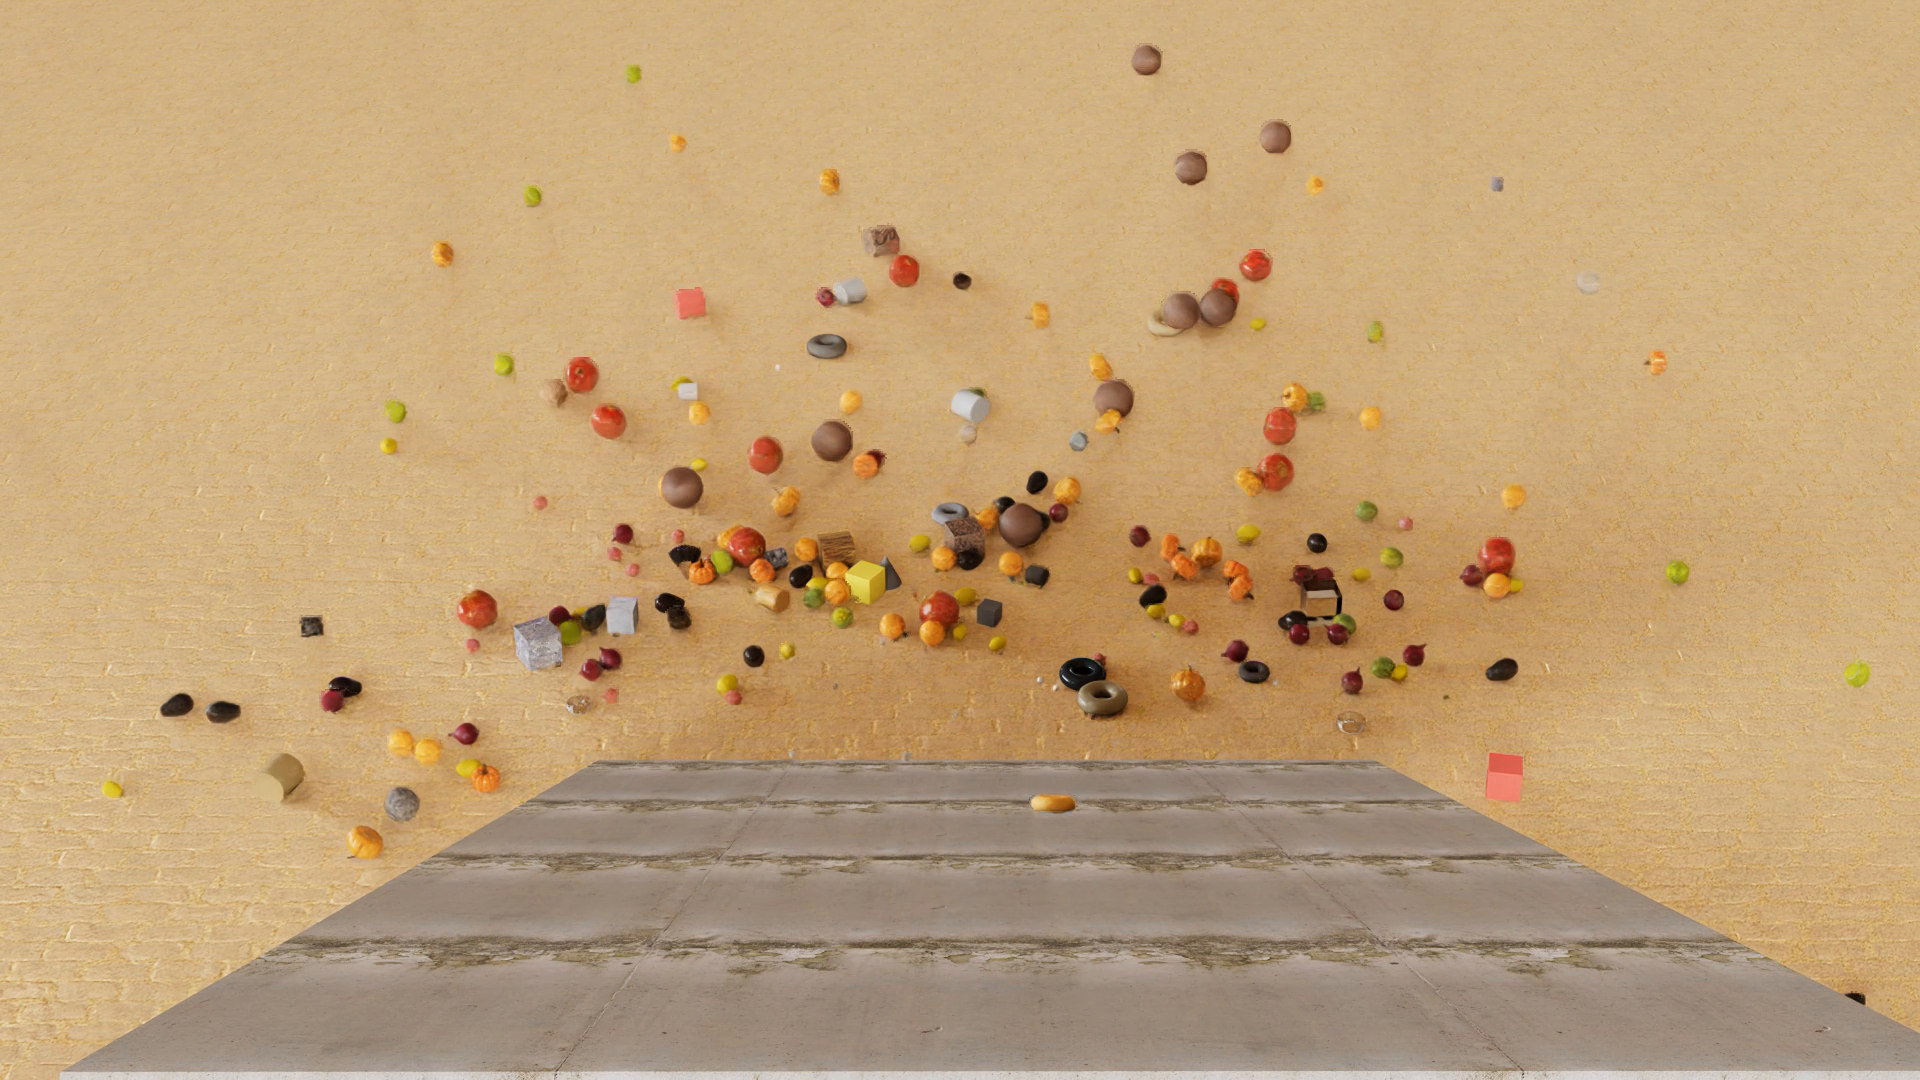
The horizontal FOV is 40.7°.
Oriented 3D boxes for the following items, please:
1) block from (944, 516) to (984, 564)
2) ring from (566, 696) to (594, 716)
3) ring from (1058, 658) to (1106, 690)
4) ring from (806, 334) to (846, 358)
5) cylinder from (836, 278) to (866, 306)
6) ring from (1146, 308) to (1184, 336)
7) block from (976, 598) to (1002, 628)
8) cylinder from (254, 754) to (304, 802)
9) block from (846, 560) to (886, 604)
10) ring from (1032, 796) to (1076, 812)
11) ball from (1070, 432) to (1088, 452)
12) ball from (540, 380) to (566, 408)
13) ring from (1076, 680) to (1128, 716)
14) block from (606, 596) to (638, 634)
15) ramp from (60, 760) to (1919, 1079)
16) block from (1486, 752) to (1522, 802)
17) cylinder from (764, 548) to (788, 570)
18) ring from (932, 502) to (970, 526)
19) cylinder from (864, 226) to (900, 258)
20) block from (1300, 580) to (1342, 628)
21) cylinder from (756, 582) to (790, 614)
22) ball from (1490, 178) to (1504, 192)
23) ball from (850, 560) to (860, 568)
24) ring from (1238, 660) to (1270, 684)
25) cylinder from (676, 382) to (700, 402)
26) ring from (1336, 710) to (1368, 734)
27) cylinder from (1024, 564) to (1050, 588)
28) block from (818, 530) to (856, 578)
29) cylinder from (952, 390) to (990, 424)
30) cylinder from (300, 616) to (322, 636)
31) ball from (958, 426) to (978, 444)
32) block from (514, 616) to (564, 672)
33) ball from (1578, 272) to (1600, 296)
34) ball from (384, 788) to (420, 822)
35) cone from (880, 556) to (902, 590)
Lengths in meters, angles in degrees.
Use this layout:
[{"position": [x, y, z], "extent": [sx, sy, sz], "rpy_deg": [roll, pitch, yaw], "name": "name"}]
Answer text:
[{"position": [0.013, 0.000, 7.707], "extent": [0.094, 0.094, 0.094], "rpy_deg": [-10, 32, -16], "name": "block"}, {"position": [-1.032, 0.448, 7.020], "extent": [0.076, 0.025, 0.076], "rpy_deg": [1, 31, -1], "name": "ring"}, {"position": [0.338, 0.370, 7.135], "extent": [0.131, 0.044, 0.131], "rpy_deg": [0, 32, 0], "name": "ring"}, {"position": [-0.457, -0.664, 8.876], "extent": [0.139, 0.046, 0.139], "rpy_deg": [0, 30, 0], "name": "ring"}, {"position": [-0.387, -0.880, 9.200], "extent": [0.082, 0.082, 0.082], "rpy_deg": [-21, 37, -28], "name": "cylinder"}, {"position": [0.717, -0.758, 9.017], "extent": [0.134, 0.045, 0.134], "rpy_deg": [1, 45, -1], "name": "ring"}, {"position": [0.084, 0.208, 7.396], "extent": [0.054, 0.054, 0.054], "rpy_deg": [14, 33, 22], "name": "block"}, {"position": [-1.755, 0.614, 6.674], "extent": [0.093, 0.093, 0.093], "rpy_deg": [12, 33, 19], "name": "cylinder"}, {"position": [-0.274, 0.123, 7.511], "extent": [0.083, 0.083, 0.083], "rpy_deg": [17, 35, 27], "name": "block"}, {"position": [0.194, 0.546, 5.360], "extent": [0.092, 0.031, 0.092], "rpy_deg": [1, -1, 0], "name": "ring"}, {"position": [0.379, -0.314, 8.269], "extent": [0.062, 0.062, 0.062], "rpy_deg": [0, 31, 0], "name": "ball"}, {"position": [-1.339, -0.482, 8.527], "extent": [0.088, 0.088, 0.088], "rpy_deg": [0, 31, 0], "name": "ball"}, {"position": [0.387, 0.430, 7.031], "extent": [0.140, 0.047, 0.140], "rpy_deg": [-1, 30, 0], "name": "ring"}, {"position": [-0.959, 0.215, 7.364], "extent": [0.075, 0.075, 0.075], "rpy_deg": [2, 31, 4], "name": "block"}, {"position": [0.068, 0.608, 4.676], "extent": [2.000, 0.100, 4.000], "rpy_deg": [0, 0, 0], "name": "ramp"}, {"position": [1.405, 0.613, 6.684], "extent": [0.085, 0.085, 0.085], "rpy_deg": [5, 31, 9], "name": "block"}, {"position": [-0.544, 0.056, 7.652], "extent": [0.055, 0.055, 0.055], "rpy_deg": [-15, 34, -24], "name": "cylinder"}, {"position": [-0.029, -0.077, 7.894], "extent": [0.114, 0.038, 0.114], "rpy_deg": [0, 29, 0], "name": "ring"}, {"position": [-0.291, -1.101, 9.558], "extent": [0.100, 0.100, 0.100], "rpy_deg": [-15, 34, -23], "name": "cylinder"}, {"position": [1.031, 0.180, 7.402], "extent": [0.097, 0.097, 0.097], "rpy_deg": [-3, 31, -5], "name": "block"}, {"position": [-0.537, 0.167, 7.452], "extent": [0.068, 0.068, 0.068], "rpy_deg": [23, 38, 34], "name": "cylinder"}, {"position": [2.091, -1.381, 10.081], "extent": [0.050, 0.050, 0.050], "rpy_deg": [0, 31, 0], "name": "ball"}, {"position": [-0.294, 0.090, 7.591], "extent": [0.058, 0.058, 0.058], "rpy_deg": [0, 31, 0], "name": "ball"}, {"position": [0.813, 0.365, 7.157], "extent": [0.087, 0.029, 0.087], "rpy_deg": [-1, 32, 1], "name": "ring"}, {"position": [-0.900, -0.491, 8.569], "extent": [0.060, 0.060, 0.060], "rpy_deg": [-9, 28, 15], "name": "cylinder"}, {"position": [1.050, 0.490, 6.946], "extent": [0.087, 0.029, 0.087], "rpy_deg": [0, 32, 0], "name": "ring"}, {"position": [0.225, 0.104, 7.573], "extent": [0.052, 0.052, 0.052], "rpy_deg": [30, 40, 22], "name": "cylinder"}, {"position": [-0.363, 0.043, 7.634], "extent": [0.095, 0.095, 0.095], "rpy_deg": [-7, 31, -12], "name": "block"}, {"position": [0.034, -0.437, 8.451], "extent": [0.087, 0.087, 0.087], "rpy_deg": [-26, 39, -36], "name": "cylinder"}, {"position": [-1.836, 0.245, 7.333], "extent": [0.054, 0.054, 0.054], "rpy_deg": [-4, 31, -7], "name": "cylinder"}, {"position": [0.027, -0.338, 8.308], "extent": [0.062, 0.062, 0.062], "rpy_deg": [0, 31, 0], "name": "ball"}, {"position": [-1.175, 0.289, 7.217], "extent": [0.098, 0.098, 0.098], "rpy_deg": [-17, 35, -27], "name": "block"}, {"position": [2.251, -0.917, 9.267], "extent": [0.081, 0.081, 0.081], "rpy_deg": [0, 31, 0], "name": "ball"}, {"position": [-1.419, 0.673, 6.579], "extent": [0.088, 0.088, 0.088], "rpy_deg": [0, 31, 0], "name": "ball"}, {"position": [-0.217, 0.084, 7.568], "extent": [0.093, 0.093, 0.093], "rpy_deg": [0, 31, 0], "name": "cone"}]
